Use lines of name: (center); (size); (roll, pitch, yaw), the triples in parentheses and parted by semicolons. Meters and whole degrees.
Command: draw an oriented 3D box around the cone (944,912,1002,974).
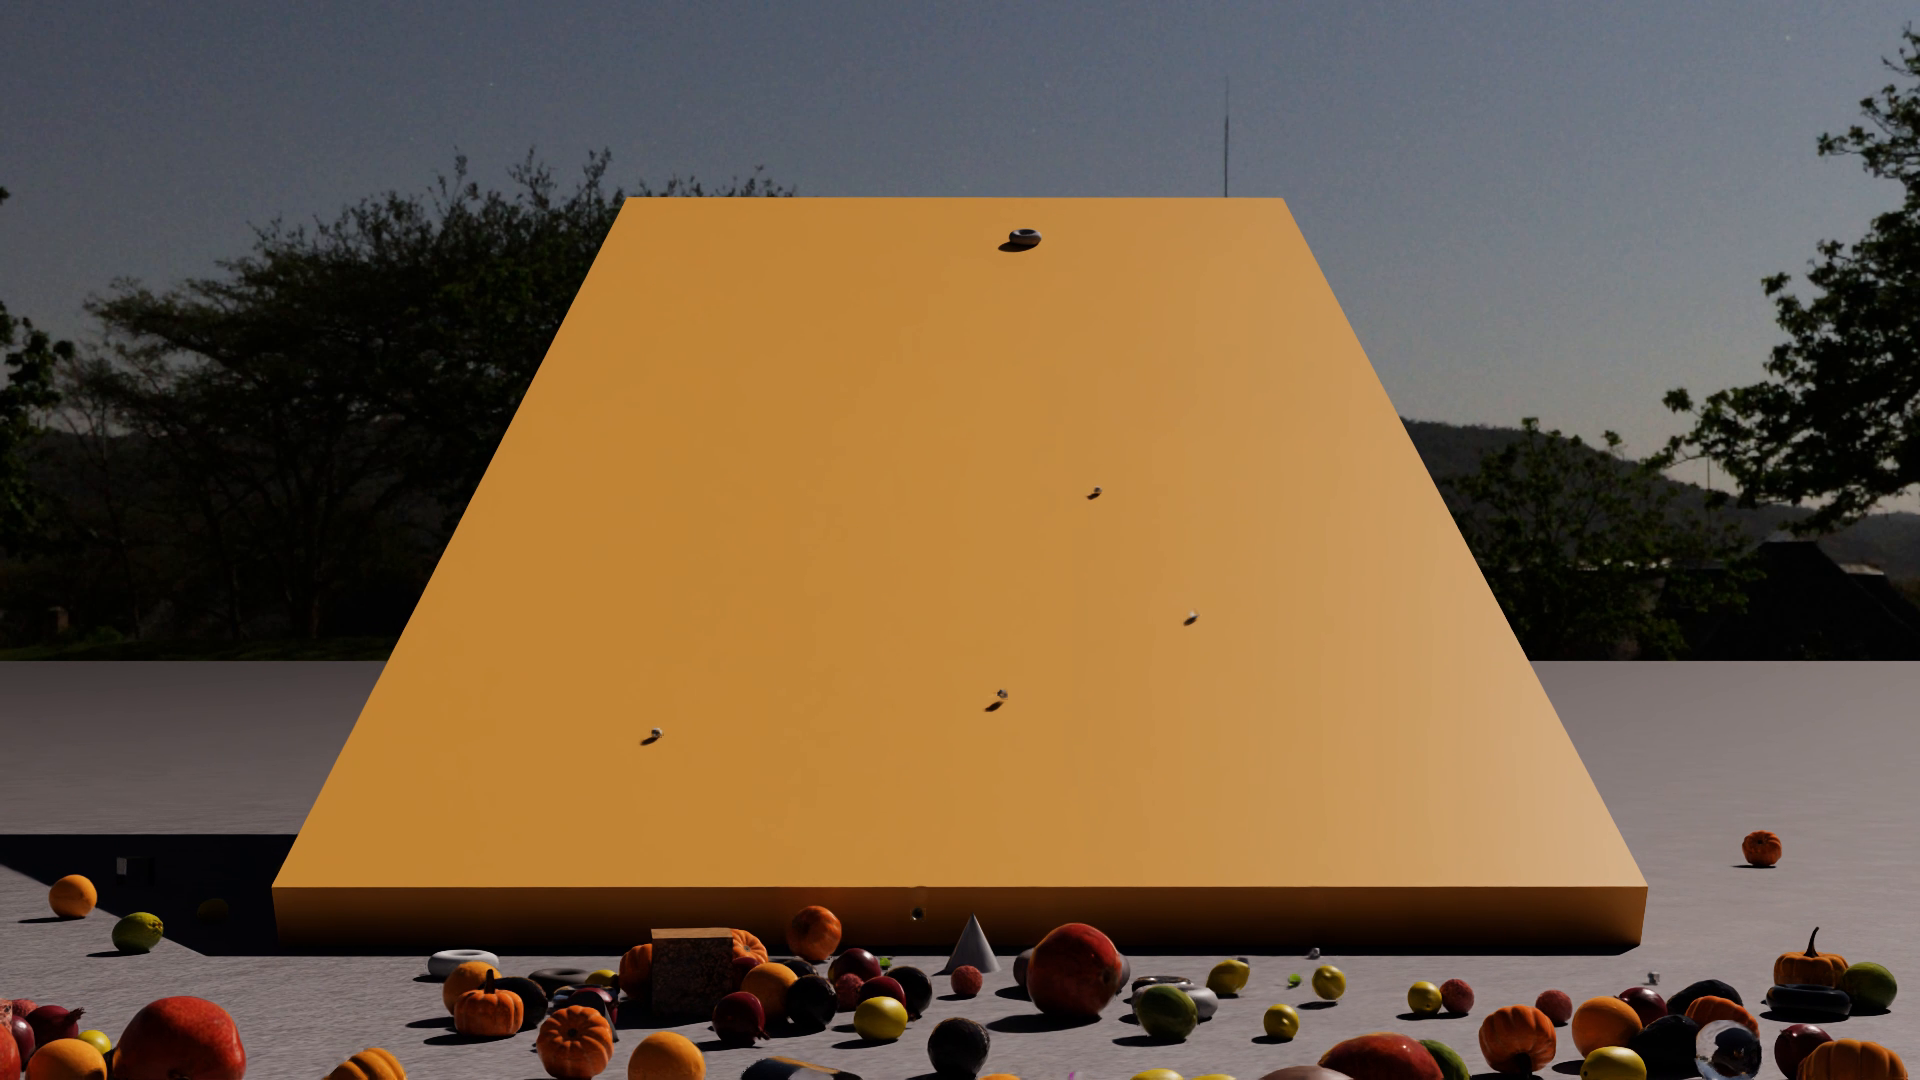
cone: (0.017, 0.544, 3.136); (0.078, 0.078, 0.078); (0, -3, 0)

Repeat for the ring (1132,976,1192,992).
ring: (0.252, 0.557, 2.861); (0.079, 0.026, 0.079); (1, -4, 0)

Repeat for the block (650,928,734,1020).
block: (-0.321, 0.517, 2.760); (0.094, 0.094, 0.094); (0, -3, -8)

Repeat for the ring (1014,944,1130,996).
ring: (0.142, 0.549, 2.946); (0.150, 0.050, 0.150); (0, -1, 0)

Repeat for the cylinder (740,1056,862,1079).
cylinder: (-0.128, 0.475, 1.888); (0.092, 0.092, 0.092); (2, -3, -38)

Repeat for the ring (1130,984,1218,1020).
ring: (0.253, 0.546, 2.727); (0.103, 0.034, 0.103); (0, -4, 0)

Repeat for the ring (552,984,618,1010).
ring: (-0.453, 0.553, 2.785); (0.080, 0.027, 0.080); (-1, -4, 0)

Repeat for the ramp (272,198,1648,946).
ramp: (-0.007, -0.224, 5.216); (2.000, 0.100, 4.000); (0, 23, 0)

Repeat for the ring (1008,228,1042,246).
ring: (0.185, -0.860, 6.562); (0.094, 0.031, 0.094); (-1, 24, 0)

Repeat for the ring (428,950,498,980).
ring: (-0.660, 0.565, 3.068); (0.093, 0.031, 0.093); (1, -3, 0)

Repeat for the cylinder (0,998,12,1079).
cylinder: (-0.992, 0.504, 2.312); (0.077, 0.077, 0.077); (0, -3, 0)

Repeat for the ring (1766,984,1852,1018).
ring: (1.008, 0.547, 2.741); (0.098, 0.033, 0.098); (1, -4, 0)

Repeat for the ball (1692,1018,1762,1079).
ball: (0.759, 0.508, 2.283); (0.066, 0.066, 0.066); (0, -3, 0)

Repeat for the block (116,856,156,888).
block: (-1.524, 0.613, 4.267); (0.052, 0.052, 0.052); (2, -4, -39)

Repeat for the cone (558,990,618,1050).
cone: (-0.394, 0.538, 2.532); (0.067, 0.067, 0.067); (-2, -30, 36)

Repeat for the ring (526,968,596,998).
ring: (-0.501, 0.557, 2.901); (0.087, 0.029, 0.087); (1, -2, 0)
